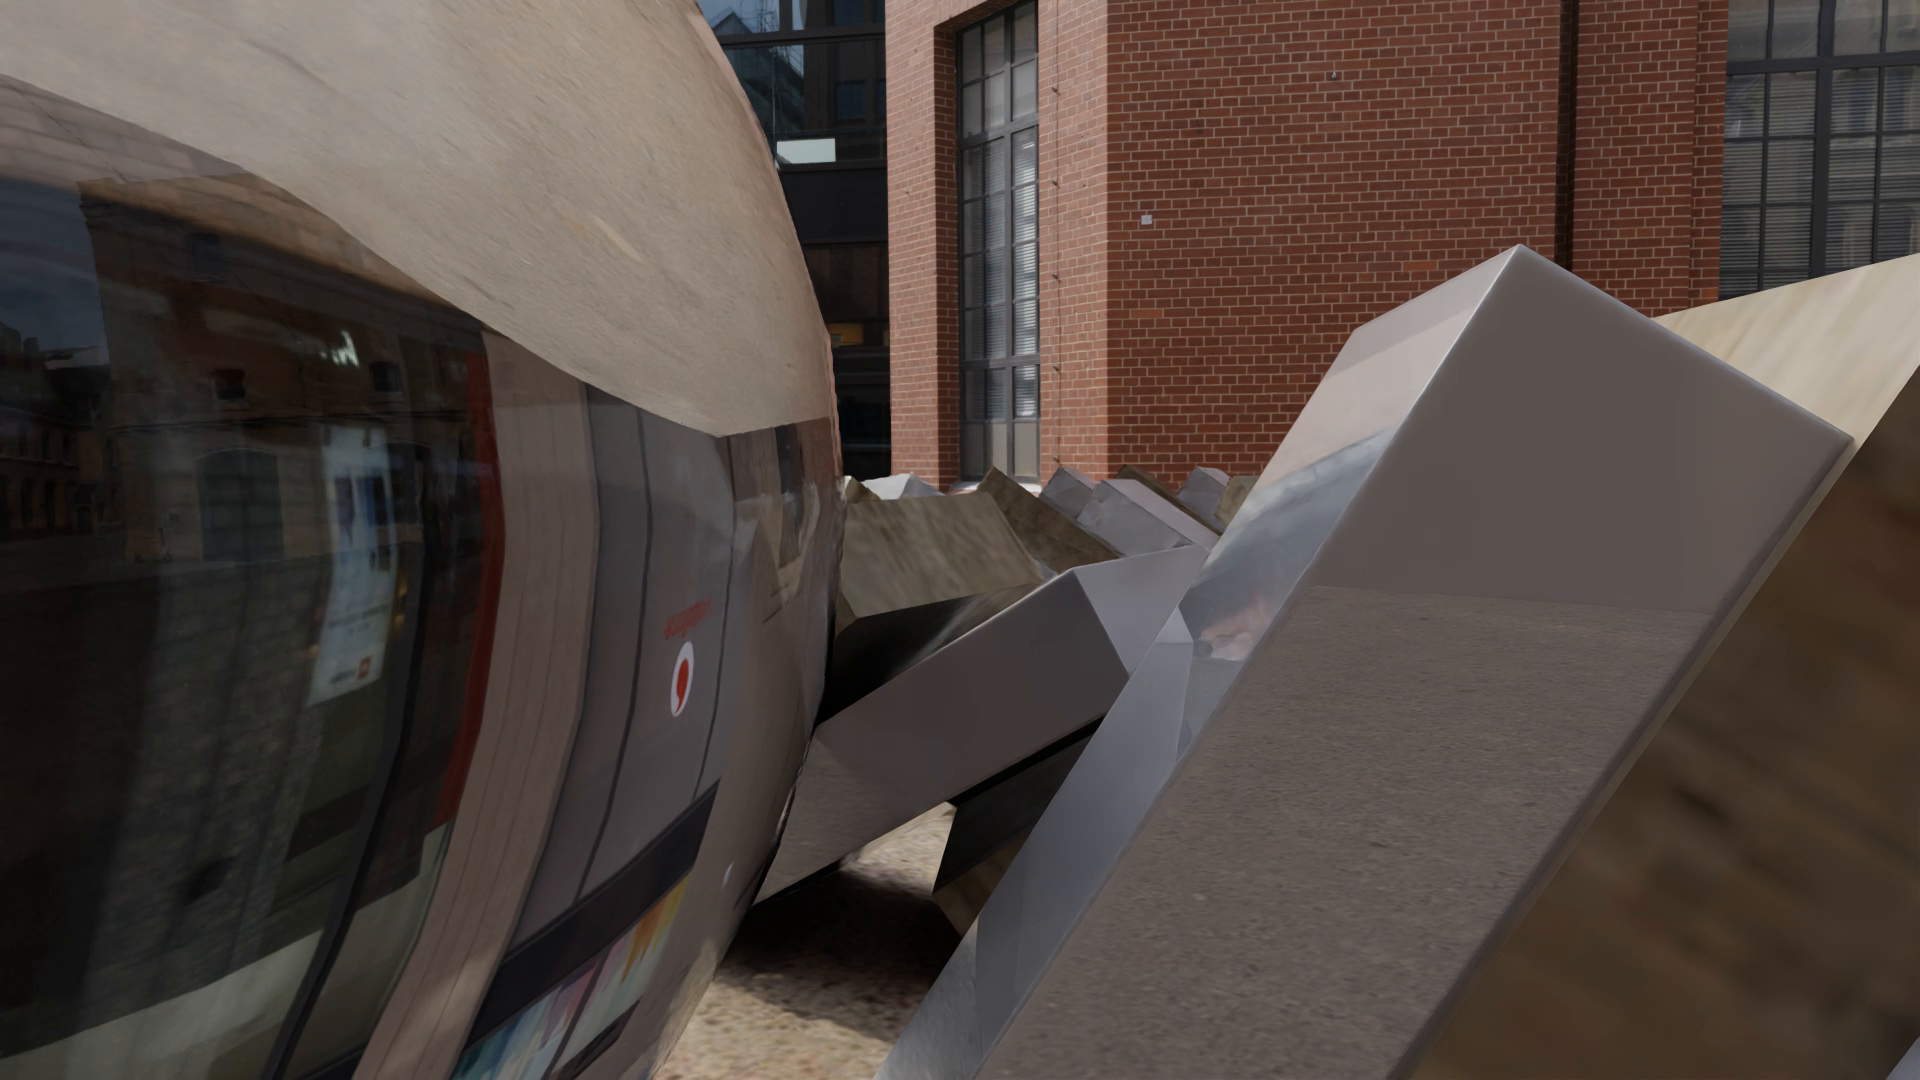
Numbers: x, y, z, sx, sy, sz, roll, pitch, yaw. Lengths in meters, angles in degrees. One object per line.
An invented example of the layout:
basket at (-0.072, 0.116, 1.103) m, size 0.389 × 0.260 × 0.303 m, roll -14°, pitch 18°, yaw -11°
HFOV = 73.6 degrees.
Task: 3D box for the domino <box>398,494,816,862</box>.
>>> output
domino at (-0.035, 0.014, 0.125) m, size 0.025 × 0.009 × 0.050 m, roll -4°, pitch -32°, yaw -41°

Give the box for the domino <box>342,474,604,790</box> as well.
domino at (-0.057, 0.012, 0.148) m, size 0.025 × 0.010 × 0.050 m, roll -8°, pitch -29°, yaw -30°

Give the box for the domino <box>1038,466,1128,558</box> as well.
domino at (0.044, 0.000, 0.325) m, size 0.050 × 0.009 × 0.025 m, roll 36°, pitch 10°, yaw 9°

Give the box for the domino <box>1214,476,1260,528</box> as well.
domino at (0.074, 0.006, 0.247) m, size 0.025 × 0.010 × 0.050 m, roll -3°, pitch 40°, yaw -35°

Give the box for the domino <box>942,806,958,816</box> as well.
domino at (0.000, 0.025, 0.172) m, size 0.025 × 0.010 × 0.050 m, roll 0°, pitch 4°, yaw 0°

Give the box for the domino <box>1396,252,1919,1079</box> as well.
domino at (0.018, 0.015, 0.046) m, size 0.010 × 0.050 × 0.025 m, roll 32°, pitch 8°, yaw 4°

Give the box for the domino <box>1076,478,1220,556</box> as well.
domino at (0.049, 0.006, 0.251) m, size 0.050 × 0.009 × 0.025 m, roll 36°, pitch 15°, yaw 17°

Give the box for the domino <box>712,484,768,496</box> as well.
domino at (-0.033, 0.003, 0.296) m, size 0.050 × 0.010 × 0.025 m, roll 31°, pitch -11°, yaw -25°

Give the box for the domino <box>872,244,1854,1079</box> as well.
domino at (0.007, 0.015, 0.048) m, size 0.010 × 0.050 × 0.025 m, roll 32°, pitch 8°, yaw 4°

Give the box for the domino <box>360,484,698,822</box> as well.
domino at (-0.046, 0.013, 0.136) m, size 0.025 × 0.009 × 0.050 m, roll -5°, pitch -30°, yaw -36°

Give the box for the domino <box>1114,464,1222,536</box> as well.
domino at (0.061, 0.000, 0.322) m, size 0.050 × 0.009 × 0.025 m, roll 37°, pitch 11°, yaw 14°

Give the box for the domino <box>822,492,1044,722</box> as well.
domino at (-0.018, 0.015, 0.114) m, size 0.050 × 0.009 × 0.025 m, roll -42°, pitch -19°, yaw 31°

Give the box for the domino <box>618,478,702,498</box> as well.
domino at (-0.051, 0.004, 0.281) m, size 0.050 × 0.009 × 0.025 m, roll 35°, pitch -21°, yaw -33°

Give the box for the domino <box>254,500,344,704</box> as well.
domino at (-0.069, 0.012, 0.167) m, size 0.025 × 0.009 × 0.050 m, roll -2°, pitch -30°, yaw -11°

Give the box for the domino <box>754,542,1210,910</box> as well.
domino at (-0.002, 0.017, 0.107) m, size 0.050 × 0.009 × 0.025 m, roll -34°, pitch -13°, yaw 28°

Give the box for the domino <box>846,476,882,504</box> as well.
domino at (-0.009, 0.007, 0.223) m, size 0.050 × 0.009 × 0.025 m, roll 38°, pitch -21°, yaw -31°

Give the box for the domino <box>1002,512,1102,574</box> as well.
domino at (0.023, 0.007, 0.254) m, size 0.050 × 0.009 × 0.025 m, roll 26°, pitch 1°, yaw 7°

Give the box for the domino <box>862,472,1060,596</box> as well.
domino at (0.003, 0.006, 0.235) m, size 0.050 × 0.009 × 0.025 m, roll 34°, pitch -16°, yaw -22°

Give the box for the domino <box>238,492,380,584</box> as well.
domino at (-0.076, 0.010, 0.184) m, size 0.025 × 0.009 × 0.050 m, roll -4°, pitch -29°, yaw 2°

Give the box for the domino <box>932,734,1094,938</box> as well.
domino at (0.022, 0.016, 0.108) m, size 0.050 × 0.009 × 0.025 m, roll -35°, pitch 2°, yaw 7°

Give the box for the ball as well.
ball at (-0.045, -0.001, 0.053) m, size 0.080 × 0.080 × 0.080 m, roll 0°, pitch 4°, yaw 0°

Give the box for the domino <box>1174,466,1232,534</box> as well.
domino at (0.079, 0.000, 0.317) m, size 0.050 × 0.009 × 0.025 m, roll 38°, pitch 15°, yaw 18°

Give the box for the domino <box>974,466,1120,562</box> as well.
domino at (0.026, 0.000, 0.322) m, size 0.050 × 0.009 × 0.025 m, roll 36°, pitch 4°, yaw -2°

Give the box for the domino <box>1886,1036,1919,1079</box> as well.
domino at (0.029, 0.016, 0.043) m, size 0.009 × 0.050 × 0.025 m, roll 32°, pitch 8°, yaw 4°

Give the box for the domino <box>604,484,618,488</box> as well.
domino at (-0.062, 0.005, 0.266) m, size 0.025 × 0.009 × 0.050 m, roll 2°, pitch -27°, yaw 43°
